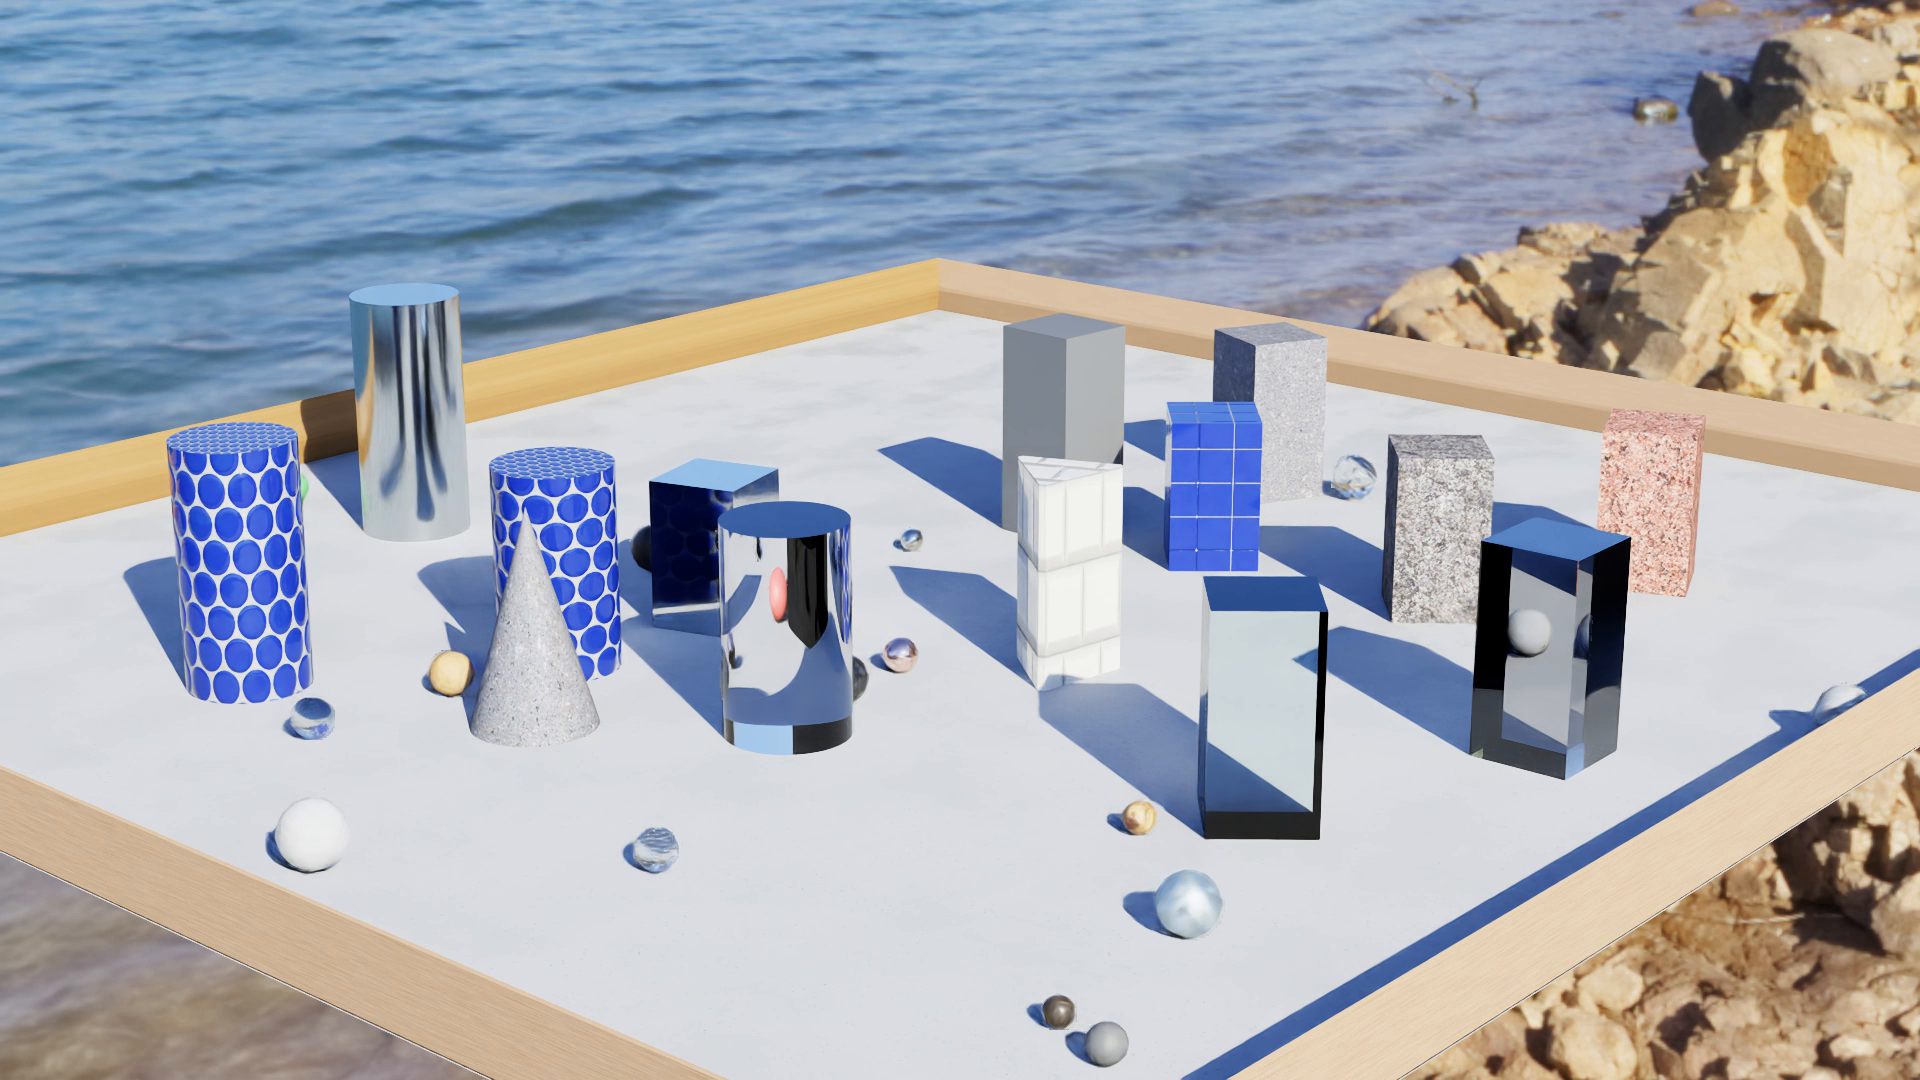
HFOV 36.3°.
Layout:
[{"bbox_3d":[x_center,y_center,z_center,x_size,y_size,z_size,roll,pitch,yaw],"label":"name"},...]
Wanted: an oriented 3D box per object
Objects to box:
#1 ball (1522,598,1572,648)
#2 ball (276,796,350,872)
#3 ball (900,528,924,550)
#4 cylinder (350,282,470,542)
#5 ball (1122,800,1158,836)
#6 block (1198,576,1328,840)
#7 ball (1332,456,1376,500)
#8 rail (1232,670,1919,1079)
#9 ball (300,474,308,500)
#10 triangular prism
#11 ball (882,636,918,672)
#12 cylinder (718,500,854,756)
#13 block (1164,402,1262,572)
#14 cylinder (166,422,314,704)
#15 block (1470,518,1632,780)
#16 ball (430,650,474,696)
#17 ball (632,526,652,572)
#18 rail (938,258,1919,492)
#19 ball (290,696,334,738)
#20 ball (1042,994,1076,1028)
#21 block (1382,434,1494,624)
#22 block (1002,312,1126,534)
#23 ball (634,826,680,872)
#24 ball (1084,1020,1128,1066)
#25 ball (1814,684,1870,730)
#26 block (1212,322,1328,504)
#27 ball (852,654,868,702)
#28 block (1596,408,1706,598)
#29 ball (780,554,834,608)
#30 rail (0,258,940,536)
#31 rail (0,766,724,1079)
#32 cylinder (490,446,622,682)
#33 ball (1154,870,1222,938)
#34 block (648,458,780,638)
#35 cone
[{"bbox_3d":[0.973,0.137,4.860,0.082,0.082,0.082,0,17,0],"label":"ball"},{"bbox_3d":[-0.875,0.397,3.964,0.100,0.100,0.100,0,17,0],"label":"ball"},{"bbox_3d":[-0.089,-0.001,5.386,0.042,0.042,0.042,0,17,0],"label":"ball"},{"bbox_3d":[-1.026,-0.239,5.473,0.200,0.448,0.200,0,17,0],"label":"cylinder"},{"bbox_3d":[0.251,0.387,4.087,0.049,0.049,0.049,0,17,0],"label":"ball"},{"bbox_3d":[0.421,0.234,4.102,0.160,0.334,0.160,0,17,1],"label":"block"},{"bbox_3d":[0.769,-0.122,5.715,0.086,0.086,0.086,0,17,0],"label":"ball"},{"bbox_3d":[1.178,0.328,4.140,0.045,0.130,3.476,14,22,39],"label":"rail"},{"bbox_3d":[-1.295,-0.102,5.690,0.061,0.061,0.061,0,17,0],"label":"ball"},{"bbox_3d":[0.145,0.044,4.720,0.173,0.340,0.150,-14,22,-39],"label":"triangular prism"},{"bbox_3d":[-0.096,0.185,4.742,0.057,0.057,0.057,0,17,0],"label":"ball"},{"bbox_3d":[-0.262,0.131,4.434,0.200,0.339,0.200,0,17,0],"label":"cylinder"},{"bbox_3d":[0.456,-0.098,5.306,0.160,0.274,0.160,0,17,0],"label":"block"},{"bbox_3d":[-1.137,0.034,4.638,0.200,0.406,0.200,0,17,0],"label":"cylinder"},{"bbox_3d":[0.874,0.159,4.348,0.160,0.336,0.160,13,21,38],"label":"block"},{"bbox_3d":[-0.804,0.210,4.636,0.070,0.070,0.070,0,17,0],"label":"ball"},{"bbox_3d":[-0.547,0.015,5.260,0.086,0.086,0.086,0,17,0],"label":"ball"},{"bbox_3d":[1.124,-0.341,6.359,3.168,0.130,0.045,14,22,39],"label":"rail"},{"bbox_3d":[-0.984,0.270,4.450,0.064,0.064,0.064,0,17,0],"label":"ball"},{"bbox_3d":[0.118,0.565,3.511,0.041,0.041,0.041,0,17,0],"label":"ball"},{"bbox_3d":[0.817,-0.020,5.021,0.160,0.290,0.160,0,17,2],"label":"block"},{"bbox_3d":[0.193,-0.208,5.469,0.160,0.392,0.160,16,23,43],"label":"block"},{"bbox_3d":[-0.410,0.418,3.963,0.061,0.061,0.061,0,17,0],"label":"ball"},{"bbox_3d":[0.171,0.587,3.418,0.052,0.052,0.052,0,17,0],"label":"ball"},{"bbox_3d":[1.337,0.263,4.428,0.090,0.090,0.090,0,17,0],"label":"ball"},{"bbox_3d":[0.603,-0.249,5.734,0.160,0.317,0.160,-8,18,-24],"label":"block"},{"bbox_3d":[-0.184,0.217,4.594,0.081,0.081,0.081,0,17,0],"label":"ball"},{"bbox_3d":[1.218,-0.067,5.179,0.160,0.289,0.160,6,18,18],"label":"block"},{"bbox_3d":[-0.263,0.072,5.057,0.093,0.093,0.093,0,17,0],"label":"ball"},{"bbox_3d":[-1.178,-0.262,6.099,0.045,0.130,3.476,14,22,39],"label":"rail"},{"bbox_3d":[-1.124,0.406,3.880,3.168,0.130,0.045,14,22,39],"label":"rail"},{"bbox_3d":[-0.652,0.040,4.735,0.200,0.341,0.200,0,17,0],"label":"cylinder"},{"bbox_3d":[0.293,0.466,3.760,0.086,0.086,0.086,0,17,0],"label":"ball"},{"bbox_3d":[-0.413,0.013,4.966,0.160,0.258,0.160,8,18,24],"label":"block"},{"bbox_3d":[-0.655,0.117,4.464,0.200,0.349,0.200,0,17,0],"label":"cone"}]
